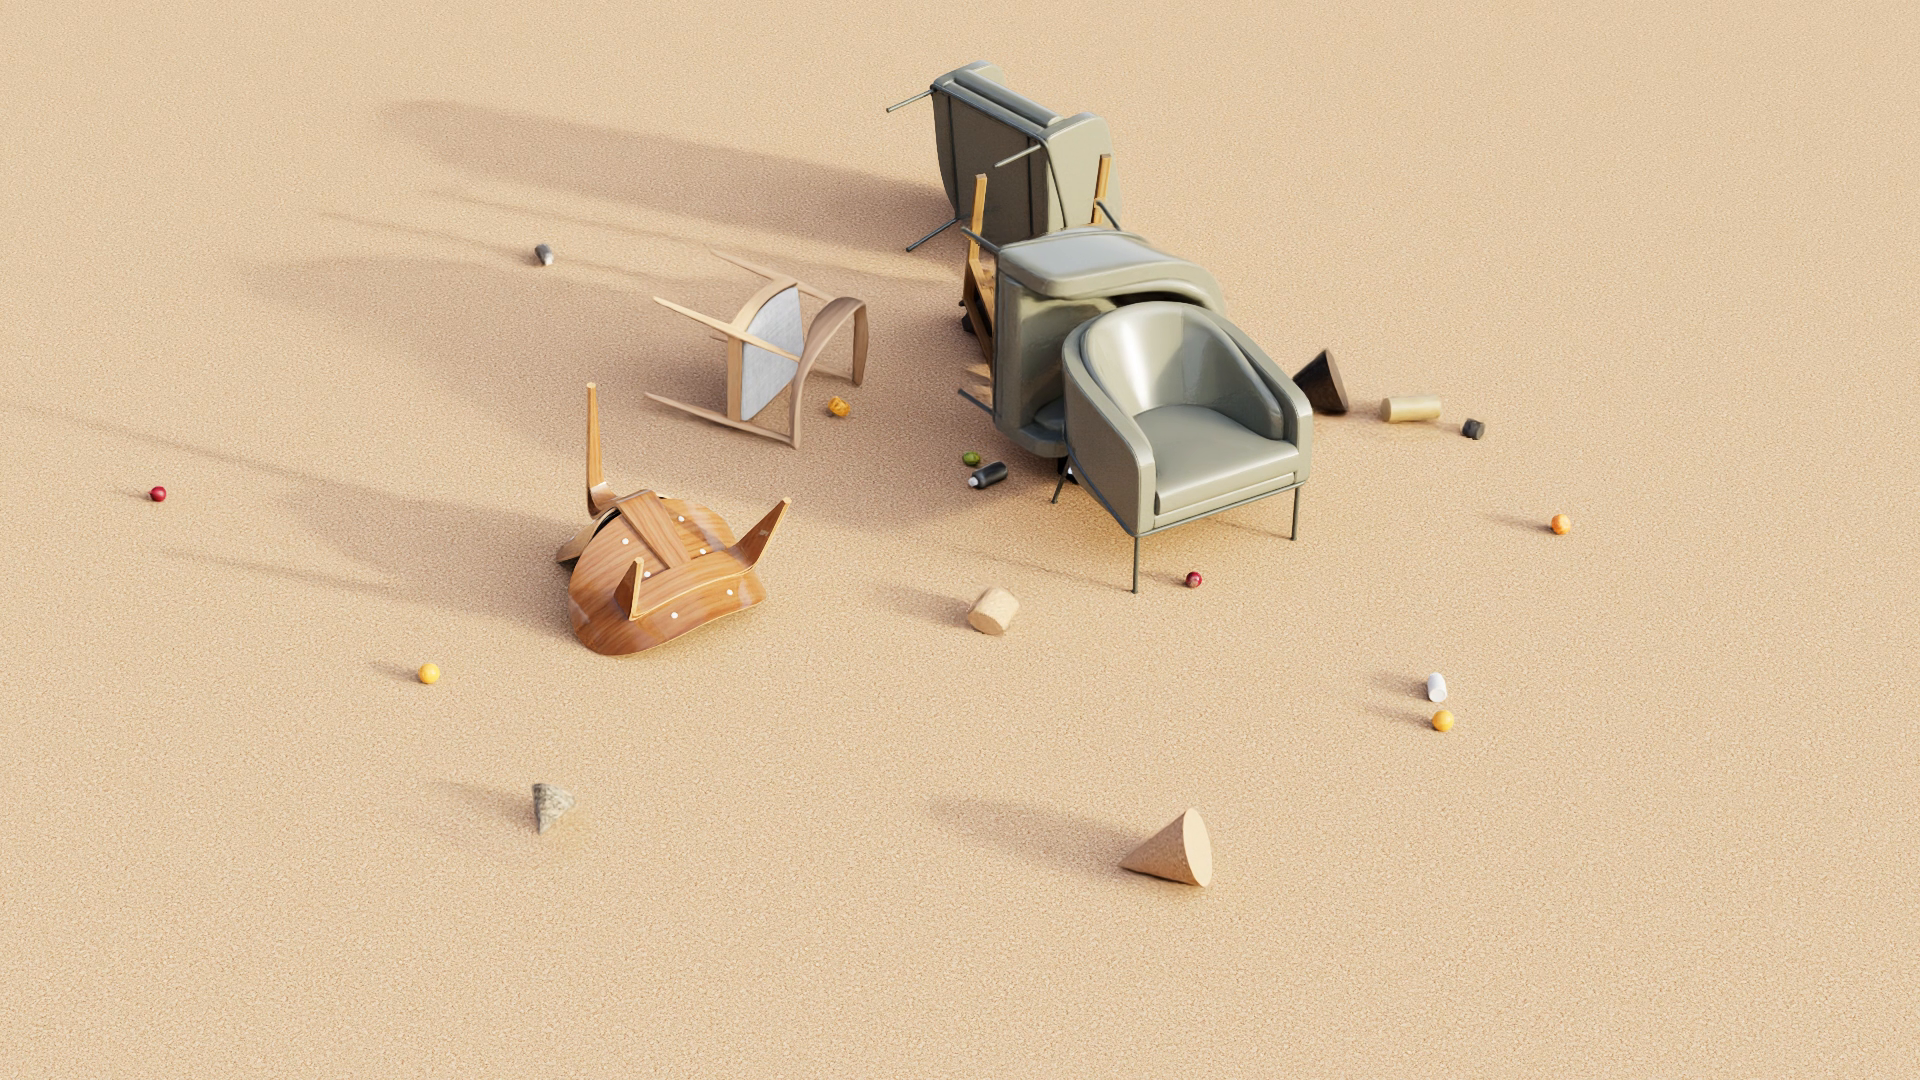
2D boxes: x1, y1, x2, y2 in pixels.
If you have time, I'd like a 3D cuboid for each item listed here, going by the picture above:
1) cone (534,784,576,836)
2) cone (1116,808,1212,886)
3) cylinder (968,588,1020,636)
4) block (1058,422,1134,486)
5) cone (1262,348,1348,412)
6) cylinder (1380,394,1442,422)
[{"bbox_3d":[-1.340,0.895,9.522,0.147,0.159,0.151,3,60,26],"label":"cone"},{"bbox_3d":[0.624,1.006,9.315,0.283,0.242,0.273,-15,20,20],"label":"cone"},{"bbox_3d":[0.120,0.257,10.475,0.142,0.081,0.163,26,38,7],"label":"cylinder"},{"bbox_3d":[0.523,-0.333,11.336,0.277,0.125,0.120,-23,40,-31],"label":"block"},{"bbox_3d":[1.354,-0.591,11.725,0.325,0.278,0.246,-18,35,15],"label":"cone"},{"bbox_3d":[1.786,-0.524,11.623,0.201,0.098,0.170,-4,-3,-6],"label":"cylinder"}]
